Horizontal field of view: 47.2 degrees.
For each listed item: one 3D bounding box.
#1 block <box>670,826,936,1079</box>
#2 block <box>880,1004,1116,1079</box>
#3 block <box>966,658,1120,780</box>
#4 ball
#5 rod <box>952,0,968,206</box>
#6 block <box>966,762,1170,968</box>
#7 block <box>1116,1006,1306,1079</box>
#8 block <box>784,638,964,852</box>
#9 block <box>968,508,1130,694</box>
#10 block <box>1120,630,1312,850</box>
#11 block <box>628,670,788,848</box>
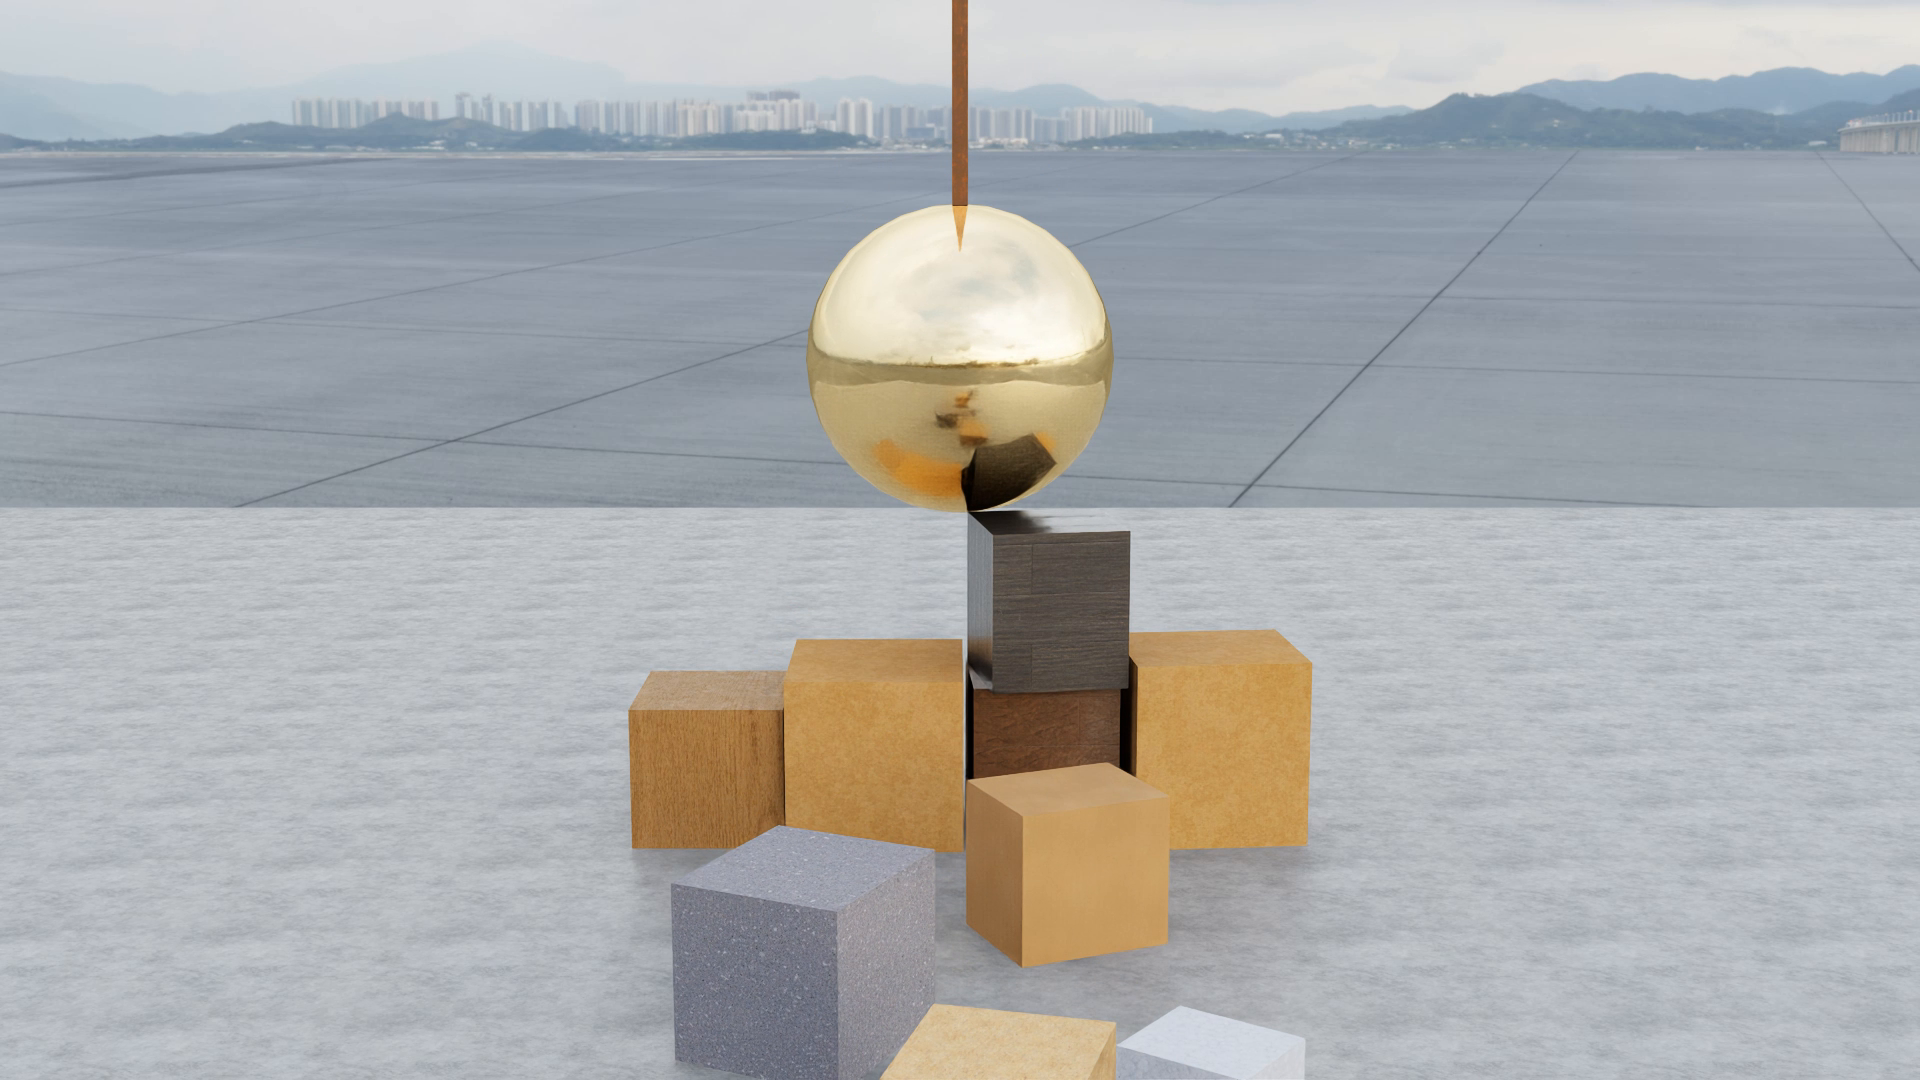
[{"bbox_3d":[-0.600,1.623,8.634,0.724,0.717,0.801,5,11,26],"label":"block"},{"bbox_3d":[0.120,1.943,6.847,0.605,0.727,0.677,3,11,15],"label":"block"},{"bbox_3d":[0.414,1.078,11.347,0.733,0.820,0.684,-1,10,-3],"label":"block"},{"bbox_3d":[0.000,-0.940,11.438,1.600,1.600,1.600,0,10,0],"label":"ball"},{"bbox_3d":[0.000,-4.234,10.596,0.080,5.200,0.080,0,14,0],"label":"rod"},{"bbox_3d":[0.474,1.432,9.797,0.714,0.677,0.589,-5,11,-23],"label":"block"},{"bbox_3d":[0.866,1.947,7.618,0.500,0.443,0.434,7,13,35],"label":"block"},{"bbox_3d":[-0.428,1.045,11.378,0.885,0.873,0.959,0,10,0],"label":"block"},{"bbox_3d":[0.438,0.295,11.138,0.688,0.795,0.697,-2,10,-10],"label":"block"},{"bbox_3d":[1.276,1.015,11.343,0.878,0.945,0.771,-1,10,-6],"label":"block"},{"bbox_3d":[-1.263,1.123,11.385,0.767,0.717,0.822,0,10,0],"label":"block"}]
